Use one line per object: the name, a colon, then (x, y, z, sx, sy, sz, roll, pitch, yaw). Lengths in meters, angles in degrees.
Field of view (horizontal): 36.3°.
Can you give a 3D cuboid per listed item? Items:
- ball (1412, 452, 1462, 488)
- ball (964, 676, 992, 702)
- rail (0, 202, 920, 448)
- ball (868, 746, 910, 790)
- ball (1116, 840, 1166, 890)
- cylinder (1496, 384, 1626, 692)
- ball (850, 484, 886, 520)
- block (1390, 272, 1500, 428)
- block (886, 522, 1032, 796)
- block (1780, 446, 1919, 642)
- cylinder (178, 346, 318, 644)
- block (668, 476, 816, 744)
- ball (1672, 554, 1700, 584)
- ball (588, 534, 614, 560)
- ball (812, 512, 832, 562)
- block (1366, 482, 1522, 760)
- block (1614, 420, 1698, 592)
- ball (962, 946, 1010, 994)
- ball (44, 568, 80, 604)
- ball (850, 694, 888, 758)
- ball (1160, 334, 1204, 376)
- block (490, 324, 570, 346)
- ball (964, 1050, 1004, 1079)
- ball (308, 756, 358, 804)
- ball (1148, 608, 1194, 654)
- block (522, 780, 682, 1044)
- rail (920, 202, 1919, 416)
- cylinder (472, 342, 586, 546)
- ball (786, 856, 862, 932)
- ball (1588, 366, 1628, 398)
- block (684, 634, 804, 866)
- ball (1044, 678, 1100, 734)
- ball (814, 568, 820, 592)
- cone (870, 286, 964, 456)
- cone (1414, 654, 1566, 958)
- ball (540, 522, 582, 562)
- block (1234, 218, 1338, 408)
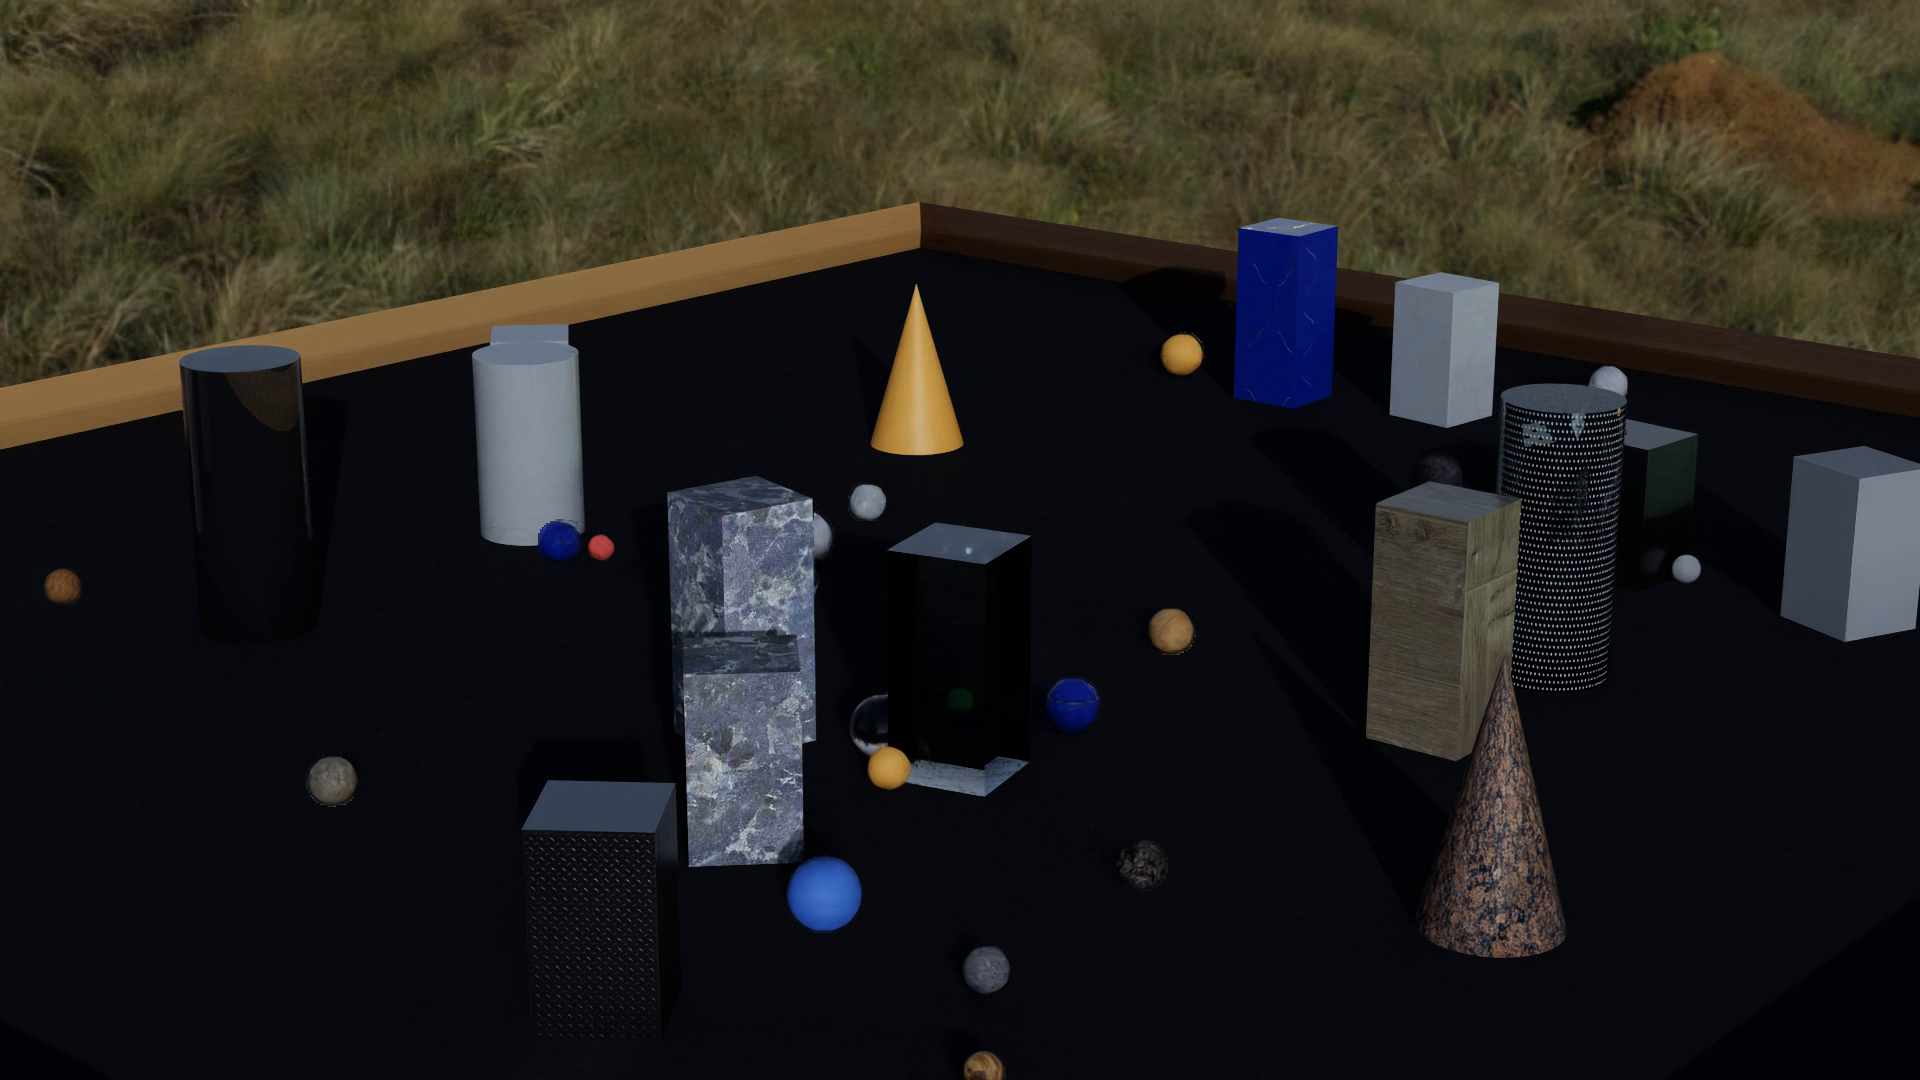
ball: (0.926, -0.122, 5.686, 0.097, 0.097, 0.097, 0, 17, 0)
ball: (0.028, 0.234, 4.600, 0.042, 0.042, 0.042, 0, 17, 0)
rail: (-1.597, -0.369, 6.448, 0.045, 0.127, 4.586, 14, 22, 39)
ball: (-0.103, 0.331, 4.244, 0.062, 0.062, 0.062, 0, 17, 0)
ball: (0.241, 0.432, 3.902, 0.065, 0.065, 0.065, 0, 17, 0)
cylinder: (0.948, -0.004, 4.672, 0.195, 0.456, 0.195, 0, 17, 0)
ball: (-0.175, -0.072, 5.567, 0.069, 0.069, 0.069, 0, 17, 0)
block: (1.040, -0.410, 6.301, 0.156, 0.292, 0.156, -15, 22, -41)
block: (0.000, 0.172, 4.271, 0.156, 0.351, 0.156, 8, 19, 25)
block: (1.509, 0.005, 4.944, 0.156, 0.282, 0.156, -8, 19, -25)
cylinder: (-1.186, -0.076, 4.896, 0.195, 0.465, 0.195, 0, 17, 0)
block: (-0.327, 0.116, 4.404, 0.156, 0.381, 0.156, -12, 20, -34)
ball: (1.285, 0.051, 5.189, 0.051, 0.051, 0.051, 0, 17, 0)
ball: (-0.652, 0.014, 5.320, 0.047, 0.047, 0.047, 0, 17, 0)
ball: (-0.278, -0.004, 5.297, 0.095, 0.095, 0.095, 0, 17, 0)
block: (0.726, 0.120, 4.410, 0.156, 0.371, 0.156, 13, 21, 37)
block: (1.192, -0.064, 5.212, 0.156, 0.258, 0.156, -15, 23, -42)
ball: (0.032, 0.528, 3.598, 0.059, 0.059, 0.059, 0, 17, 0)
ball: (-1.554, 0.080, 5.075, 0.062, 0.062, 0.062, 0, 17, 0)
ball: (-0.116, 0.278, 4.358, 0.098, 0.098, 0.098, 0, 17, 0)
ball: (0.505, -0.422, 6.680, 0.097, 0.097, 0.097, 0, 17, 0)
block: (-0.878, -0.303, 6.020, 0.156, 0.249, 0.156, -2, 17, -7)
ball: (0.027, 0.608, 3.353, 0.046, 0.046, 0.046, 0, 17, 0)
ball: (-0.897, 0.343, 4.191, 0.069, 0.069, 0.069, 0, 17, 0)
ball: (0.347, 0.149, 4.826, 0.075, 0.075, 0.075, 0, 17, 0)
block: (-0.426, 0.444, 3.512, 0.156, 0.269, 0.156, 1, 17, 3)
rail: (1.488, -0.463, 6.761, 4.278, 0.127, 0.045, 14, 22, 39)
cylinder: (-0.802, -0.181, 5.457, 0.195, 0.341, 0.195, 0, 17, 0)
ball: (-0.175, 0.455, 3.772, 0.097, 0.097, 0.097, 0, 17, 0)
ball: (1.419, -0.337, 6.416, 0.087, 0.087, 0.087, 0, 17, 0)
block: (-0.297, 0.287, 4.020, 0.156, 0.275, 0.156, -1, 17, -5)
ball: (0.171, 0.252, 4.467, 0.084, 0.084, 0.084, 0, 17, 0)
ball: (-0.277, 0.071, 5.101, 0.065, 0.065, 0.065, 0, 17, 0)
cone: (-0.090, -0.365, 6.072, 0.195, 0.339, 0.195, 0, 17, 0)
cone: (0.686, 0.320, 3.740, 0.195, 0.375, 0.195, 0, 17, 0)
ball: (-0.723, 0.004, 5.307, 0.074, 0.074, 0.074, 0, 17, 0)
block: (0.716, -0.500, 6.449, 0.156, 0.380, 0.156, 13, 21, 37)
